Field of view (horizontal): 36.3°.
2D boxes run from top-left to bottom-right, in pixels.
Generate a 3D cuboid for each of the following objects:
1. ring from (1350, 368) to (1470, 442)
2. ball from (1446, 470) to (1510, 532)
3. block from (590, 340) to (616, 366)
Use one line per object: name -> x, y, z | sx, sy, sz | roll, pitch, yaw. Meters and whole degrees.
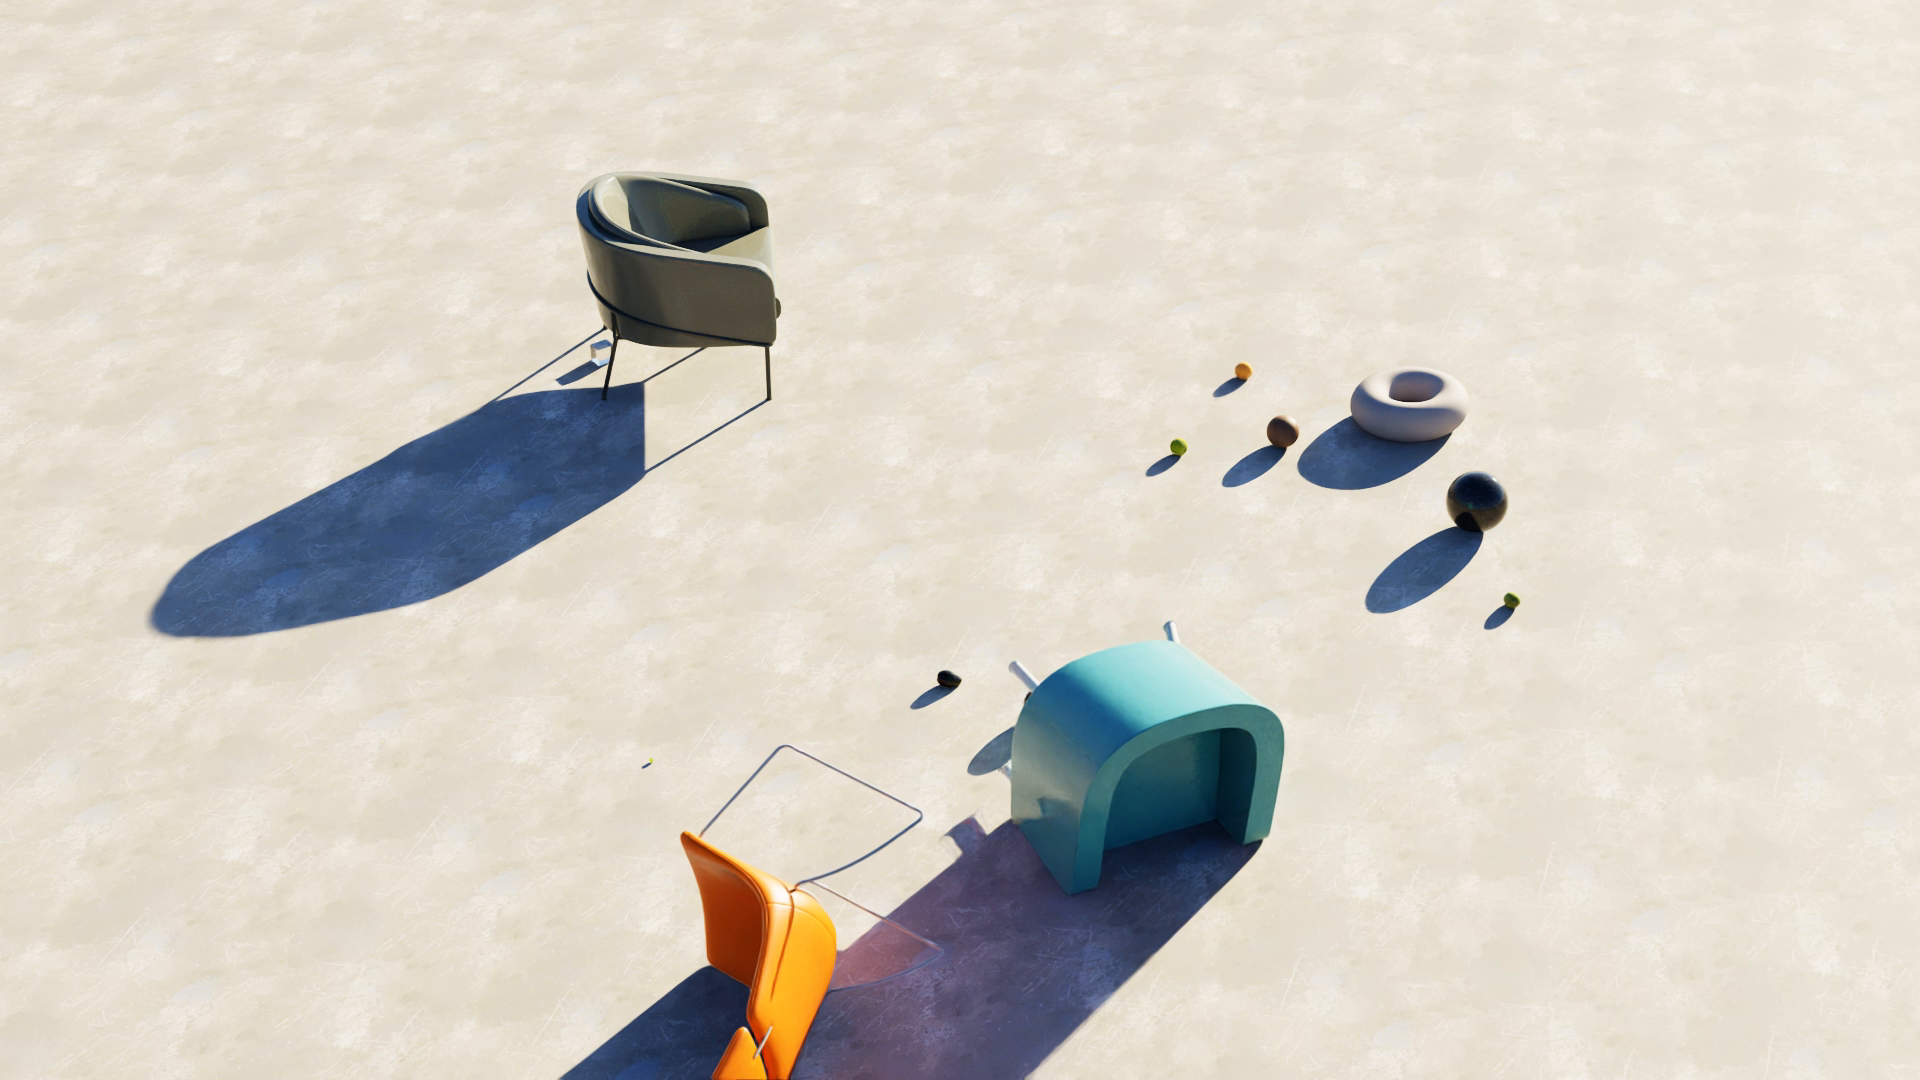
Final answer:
ring -> 1.782, -0.539, 11.618 | 0.478, 0.163, 0.404 | -8, 35, -10
ball -> 1.931, -0.144, 10.950 | 0.235, 0.235, 0.235 | 0, 33, 0
block -> -1.469, -0.771, 12.049 | 0.077, 0.072, 0.064 | -22, 39, -30
